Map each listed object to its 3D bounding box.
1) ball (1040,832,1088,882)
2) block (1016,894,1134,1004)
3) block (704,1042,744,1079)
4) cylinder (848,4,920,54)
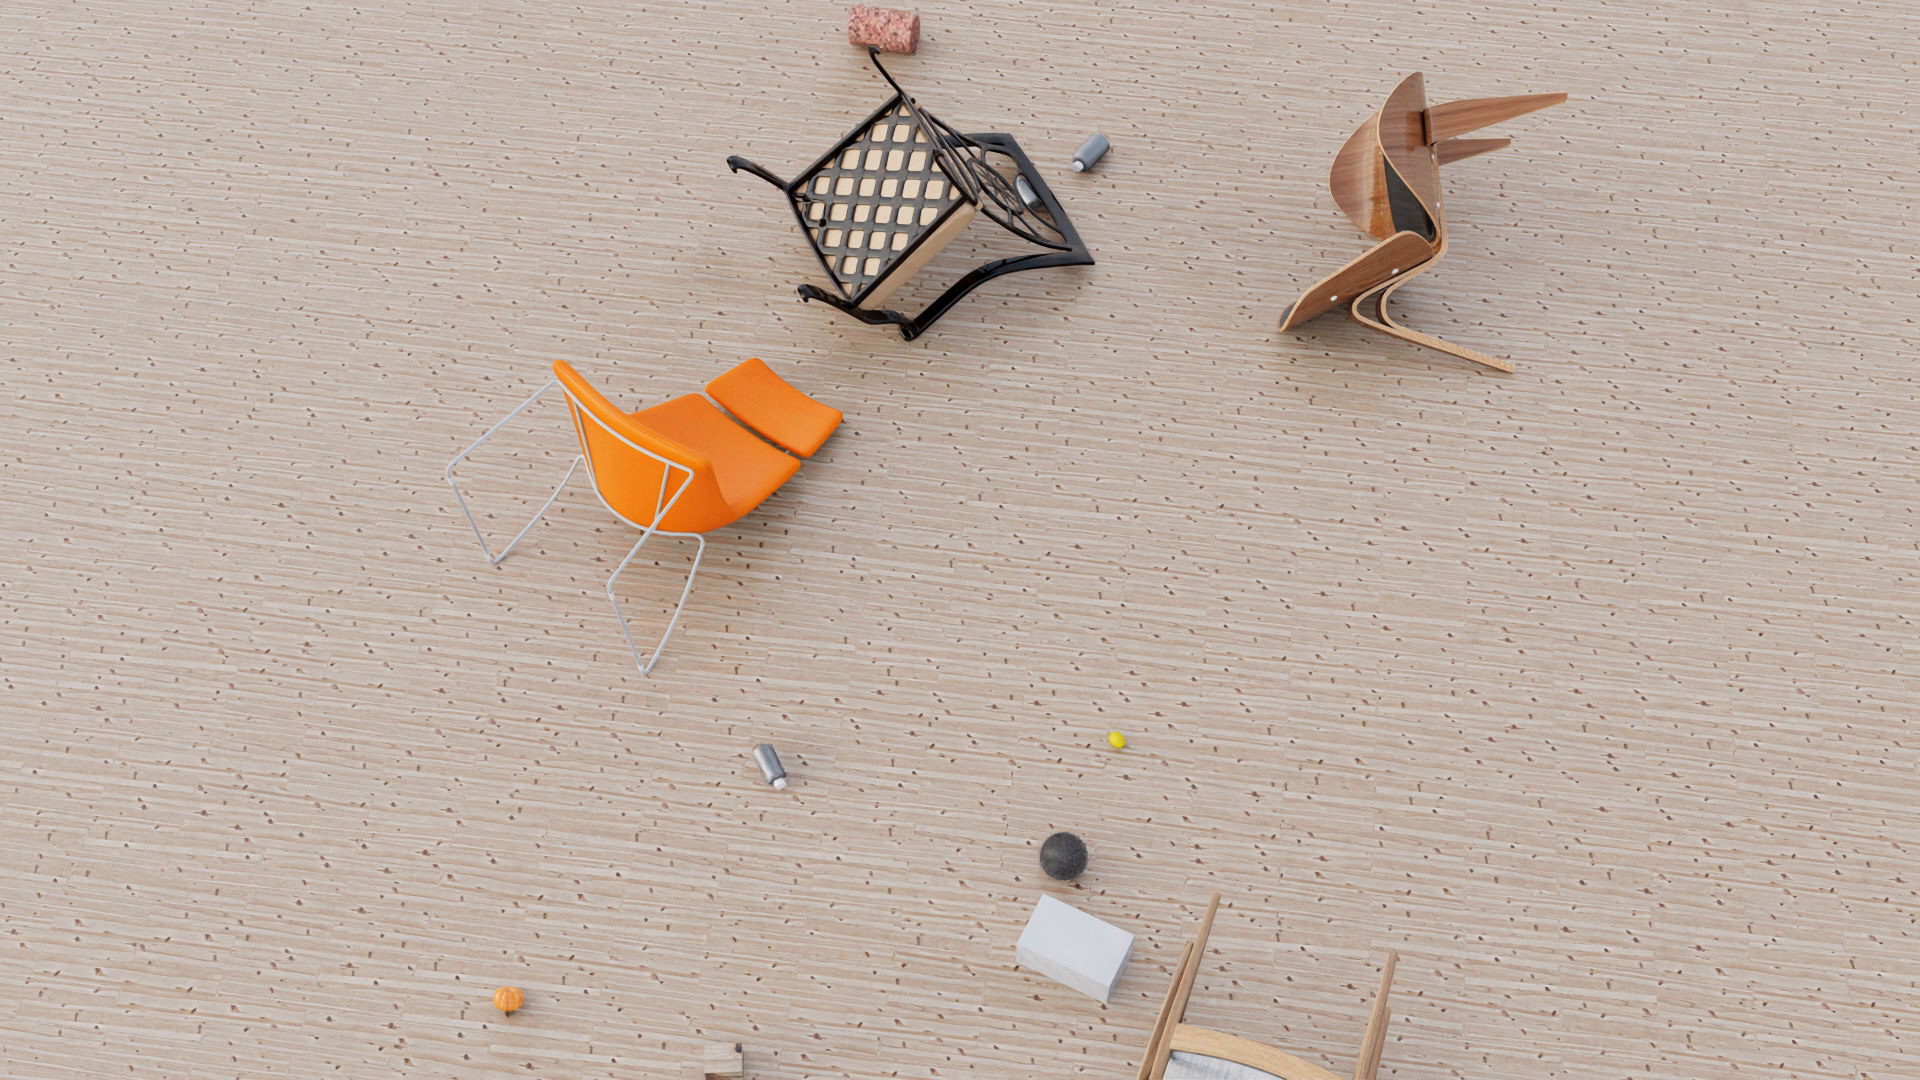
[{"bbox_3d":[0.280,0.853,5.923,0.131,0.131,0.131,0,56,0],"label":"ball"},{"bbox_3d":[0.302,1.075,5.784,0.265,0.114,0.161,23,59,15],"label":"block"},{"bbox_3d":[-0.604,1.339,5.635,0.095,0.066,0.075,-2,56,-2],"label":"block"},{"bbox_3d":[-0.263,-1.785,7.679,0.218,0.167,0.136,12,99,8],"label":"cylinder"}]
